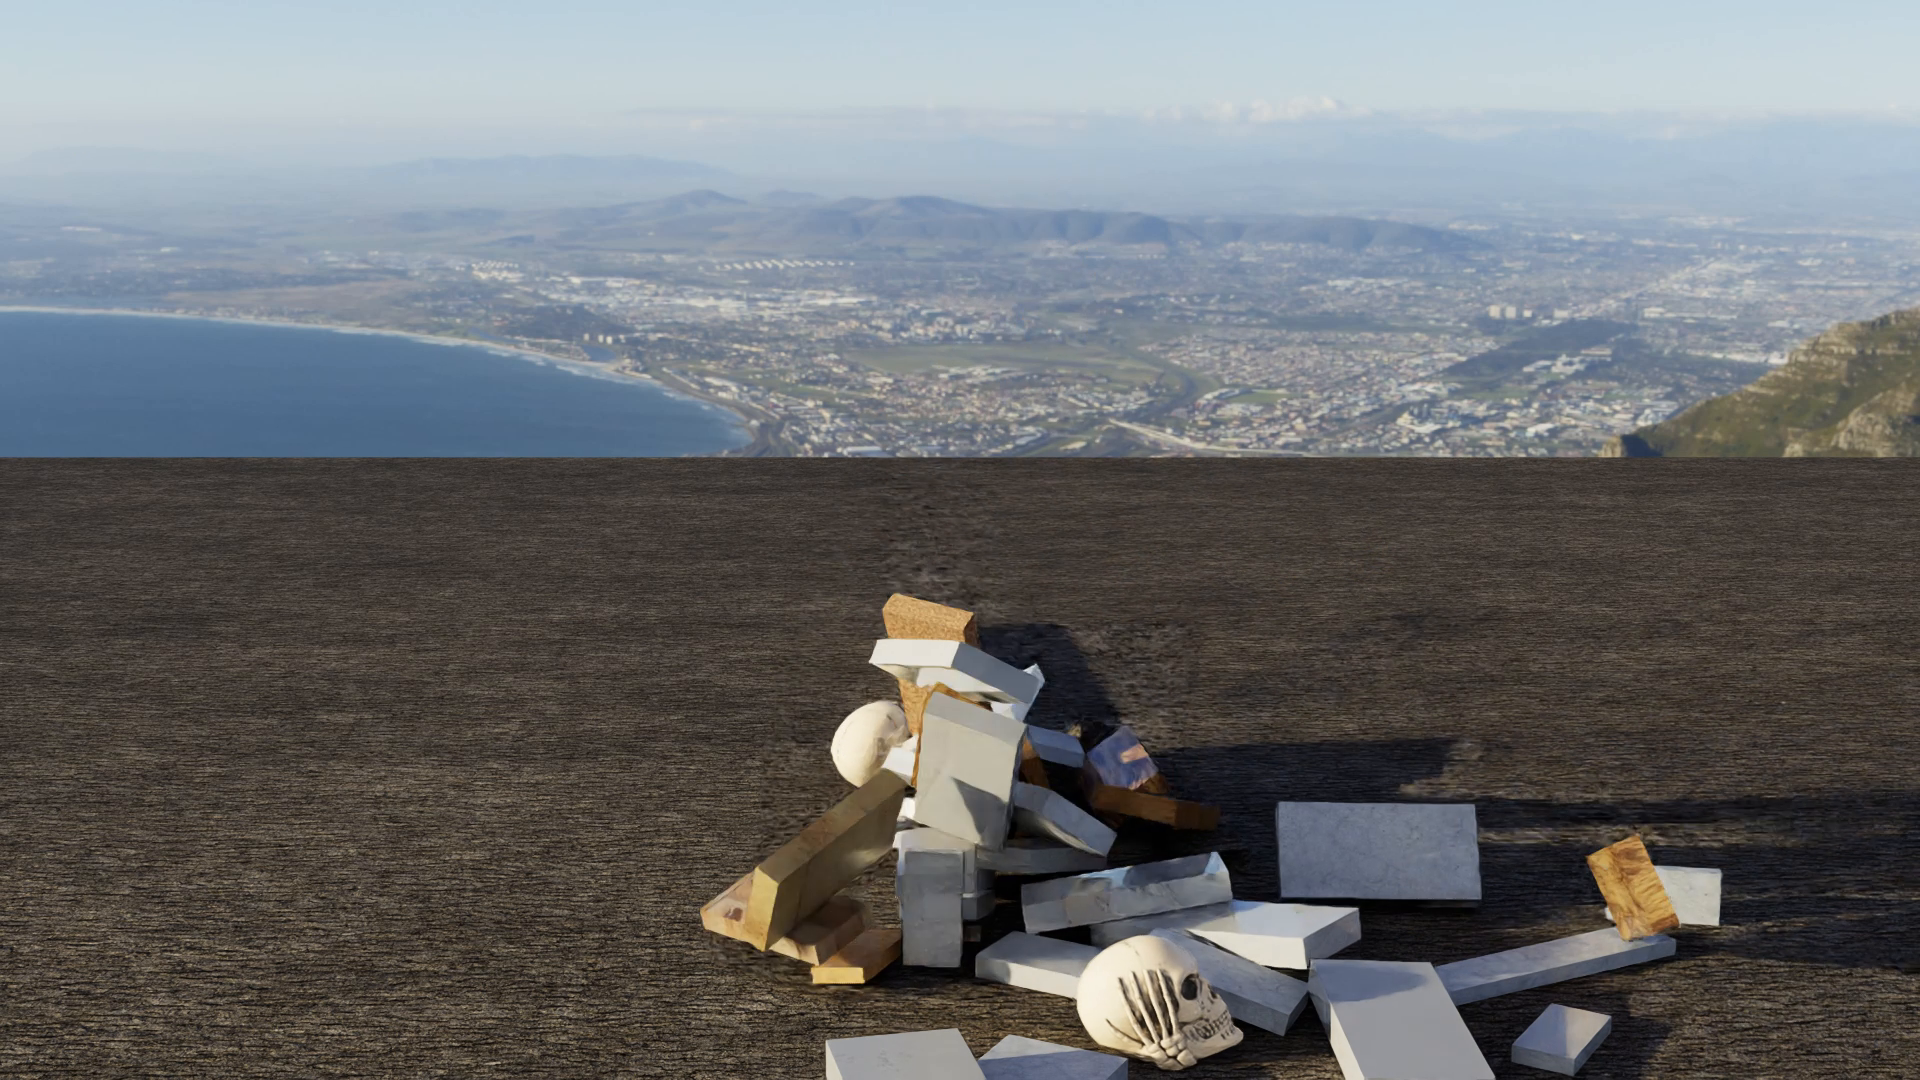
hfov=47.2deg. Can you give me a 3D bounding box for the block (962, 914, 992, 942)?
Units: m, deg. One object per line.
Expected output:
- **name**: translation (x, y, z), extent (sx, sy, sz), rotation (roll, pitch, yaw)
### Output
- **block**: translation (-0.001, 0.601, 3.423), extent (0.086, 0.024, 0.172), rotation (0, -4, 7)

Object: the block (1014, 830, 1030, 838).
- **block**: translation (0.086, 0.448, 4.067), extent (0.037, 0.129, 0.258), rotation (-19, 12, -1)

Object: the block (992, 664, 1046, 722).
- **block**: translation (0.072, 0.323, 4.241), extent (0.137, 0.039, 0.301), rotation (-25, 7, 16)

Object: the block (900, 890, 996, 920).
- **block**: translation (-0.018, 0.572, 3.458), extent (0.119, 0.034, 0.238), rotation (0, -6, 7)

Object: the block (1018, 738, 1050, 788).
- **block**: translation (0.125, 0.434, 4.142), extent (0.037, 0.129, 0.258), rotation (-21, 13, -6)

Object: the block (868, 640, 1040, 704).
- **block**: translation (-0.012, 0.205, 3.440), extent (0.148, 0.042, 0.296), rotation (27, -13, -23)

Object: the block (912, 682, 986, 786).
- **block**: translation (0.005, 0.347, 3.501), extent (0.148, 0.042, 0.337), rotation (30, -27, 11)

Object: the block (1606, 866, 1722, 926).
- **block**: translation (1.133, 0.570, 3.541), extent (0.173, 0.086, 0.024), rotation (2, 11, 10)

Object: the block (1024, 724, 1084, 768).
- **block**: translation (0.182, 0.401, 4.284), extent (0.103, 0.029, 0.205), rotation (14, 4, -3)

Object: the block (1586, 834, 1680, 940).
- **block**: translation (0.998, 0.519, 3.274), extent (0.039, 0.137, 0.274), rotation (-22, -14, 2)

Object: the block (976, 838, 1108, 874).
- **block**: translation (0.124, 0.529, 3.688), extent (0.137, 0.039, 0.274), rotation (2, -4, 31)

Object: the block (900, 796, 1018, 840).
- **block**: translation (-0.004, 0.467, 3.701), extent (0.101, 0.029, 0.203), rotation (18, 2, 40)

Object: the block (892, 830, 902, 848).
- **block**: translation (-0.036, 0.523, 3.725), extent (0.101, 0.029, 0.202), rotation (9, -9, 16)

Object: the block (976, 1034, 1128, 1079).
- **block**: translation (0.039, 0.738, 2.738), extent (0.174, 0.049, 0.463), rotation (5, 12, 26)

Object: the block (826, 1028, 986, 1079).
- **block**: translation (-0.049, 0.696, 2.691), extent (0.174, 0.049, 0.348), rotation (-2, 11, -13)

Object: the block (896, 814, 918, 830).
- **block**: translation (-0.120, 0.510, 4.059), extent (0.053, 0.015, 0.106), rotation (-4, 11, -22)

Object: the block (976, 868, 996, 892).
- **block**: translation (-0.016, 0.551, 3.594), extent (0.119, 0.034, 0.238), rotation (1, -6, 8)

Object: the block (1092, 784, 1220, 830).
- **block**: translation (0.339, 0.457, 3.754), extent (0.141, 0.040, 0.283), rotation (10, -5, 22)

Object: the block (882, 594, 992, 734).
- **block**: translation (-0.032, 0.226, 3.688), extent (0.149, 0.299, 0.042), rotation (13, 47, 24)

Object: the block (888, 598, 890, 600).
- **block**: translation (-0.076, 0.316, 4.870), extent (0.029, 0.103, 1.452), rotation (-36, 12, 2)

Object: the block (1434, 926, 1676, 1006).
- **block**: translation (0.819, 0.647, 3.294), extent (0.602, 0.024, 0.086), rotation (-6, 12, -27)

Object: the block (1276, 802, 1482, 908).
- **block**: translation (0.687, 0.518, 3.622), extent (0.323, 0.162, 0.046), rotation (0, -24, 2)

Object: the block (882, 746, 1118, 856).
- **block**: translation (0.058, 0.445, 3.787), extent (0.149, 0.042, 0.557), rotation (36, -15, -26)

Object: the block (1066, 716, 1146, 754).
- **block**: translation (0.273, 0.417, 4.371), extent (0.103, 0.029, 0.205), rotation (-43, 26, -15)

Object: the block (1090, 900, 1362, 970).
- **block**: translation (0.401, 0.594, 3.350), extent (0.384, 0.046, 0.162), rotation (-4, 6, 40)

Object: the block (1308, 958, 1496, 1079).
- **block**: translation (0.596, 0.672, 2.998), extent (0.174, 0.049, 0.348), rotation (2, 15, -3)

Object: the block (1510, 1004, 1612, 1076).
- **block**: translation (0.836, 0.692, 3.053), extent (0.086, 0.024, 0.173), rotation (7, 12, 32)

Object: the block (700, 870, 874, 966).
- **block**: translation (-0.262, 0.567, 3.313), extent (0.243, 0.034, 0.121), rotation (9, 29, 40)

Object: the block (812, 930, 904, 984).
- **block**: translation (-0.147, 0.632, 3.339), extent (0.086, 0.024, 0.172), rotation (-5, 8, 25)

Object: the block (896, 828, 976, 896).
- **block**: translation (-0.035, 0.505, 3.463), extent (0.119, 0.034, 0.238), rotation (-2, 9, 1)

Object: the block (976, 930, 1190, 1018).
- **block**: translation (0.191, 0.645, 3.278), extent (0.319, 0.034, 0.121), rotation (6, 12, 29)

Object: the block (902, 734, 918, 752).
- **block**: translation (-0.002, 0.372, 3.964), extent (0.129, 0.037, 0.258), rotation (27, -31, -13)

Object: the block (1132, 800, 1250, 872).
- **block**: translation (0.406, 0.527, 3.901), extent (0.141, 0.040, 0.283), rotation (-2, 11, -9)

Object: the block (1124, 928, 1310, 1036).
- **block**: translation (0.374, 0.637, 3.182), extent (0.243, 0.034, 0.121), rotation (18, 16, 20)

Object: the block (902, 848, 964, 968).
- **block**: translation (-0.039, 0.547, 3.270), extent (0.086, 0.172, 0.024), rotation (2, 4, 7)

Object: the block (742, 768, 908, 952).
- **block**: translation (-0.199, 0.472, 3.263), extent (0.042, 0.149, 0.299), rotation (33, 41, 22)

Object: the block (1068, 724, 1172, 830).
- **block**: translation (0.296, 0.444, 4.123), extent (0.141, 0.040, 0.328), rotation (-36, 12, 1)

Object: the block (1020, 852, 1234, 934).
- **block**: translation (0.259, 0.556, 3.473), extent (0.323, 0.046, 0.162), rotation (-10, 2, 1)

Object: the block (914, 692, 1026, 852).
- **block**: translation (0.013, 0.359, 3.375), extent (0.148, 0.296, 0.042), rotation (19, 51, 10)
